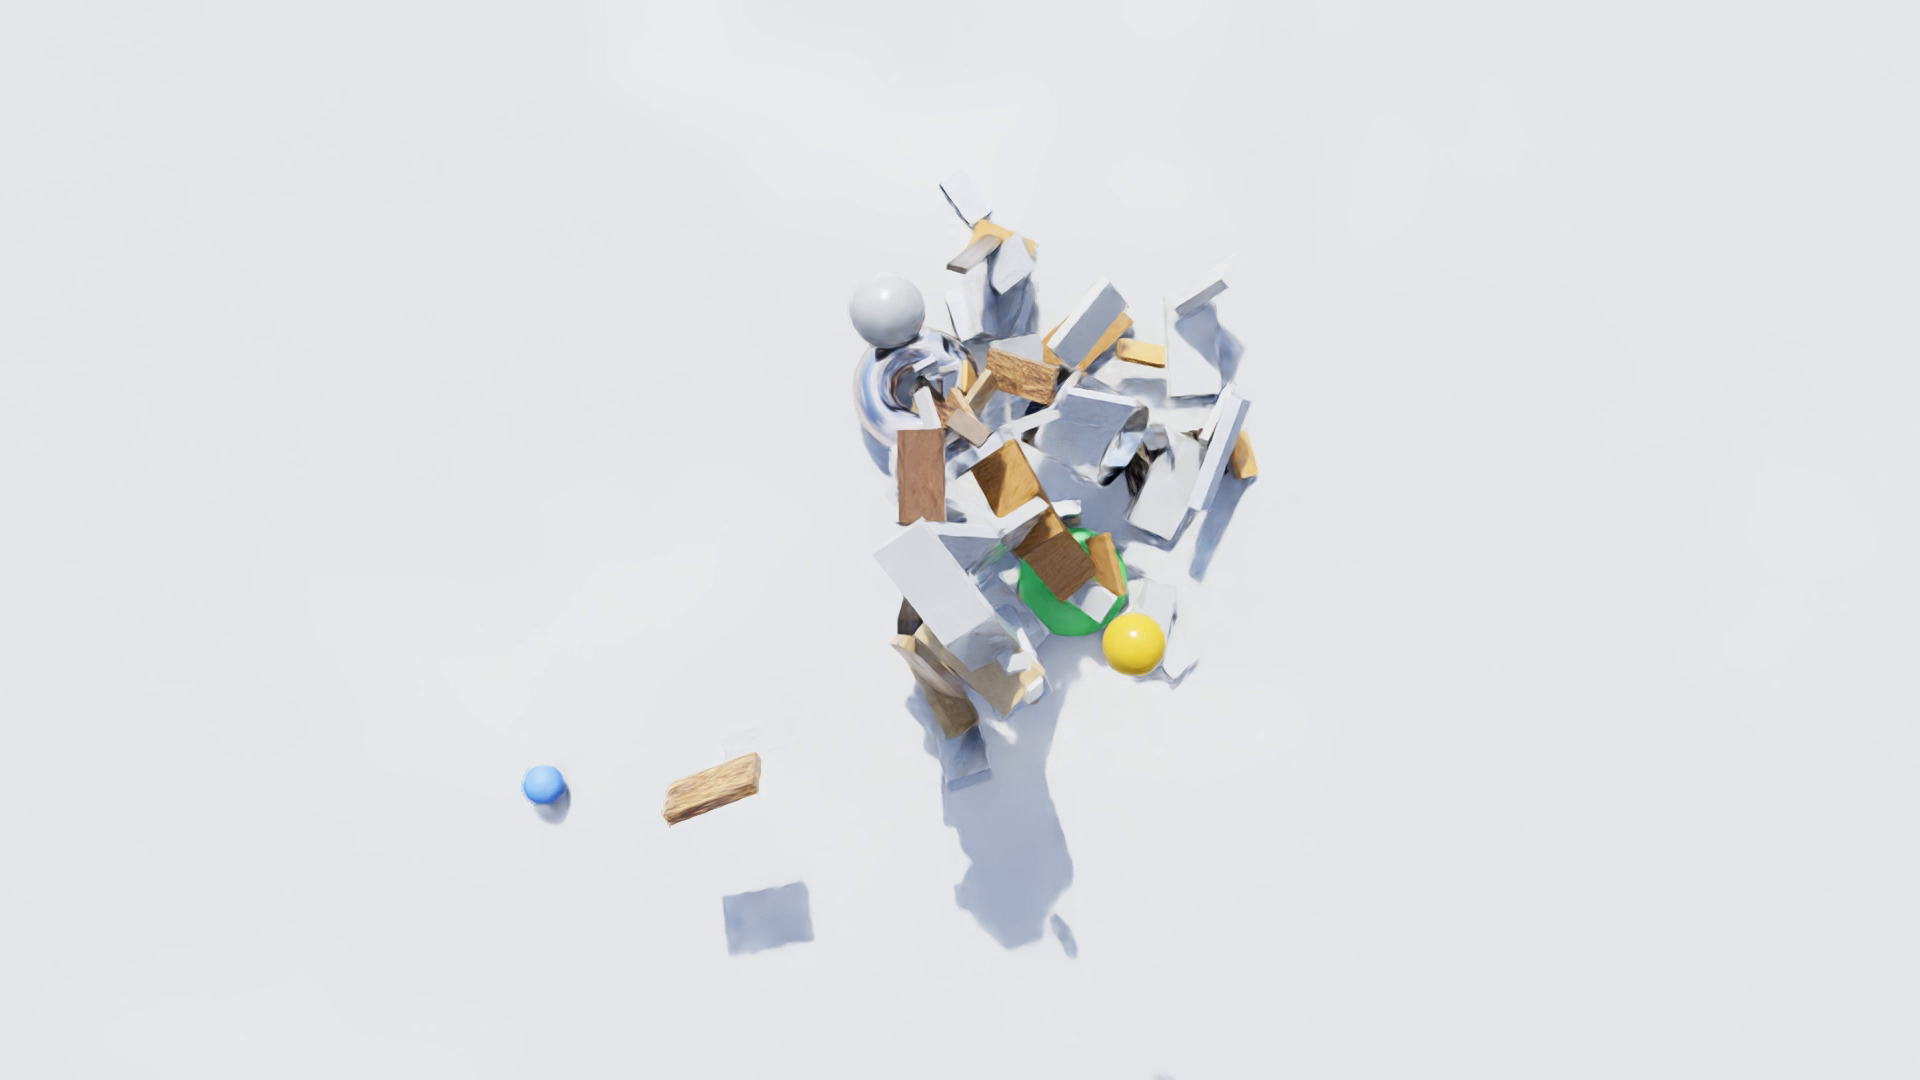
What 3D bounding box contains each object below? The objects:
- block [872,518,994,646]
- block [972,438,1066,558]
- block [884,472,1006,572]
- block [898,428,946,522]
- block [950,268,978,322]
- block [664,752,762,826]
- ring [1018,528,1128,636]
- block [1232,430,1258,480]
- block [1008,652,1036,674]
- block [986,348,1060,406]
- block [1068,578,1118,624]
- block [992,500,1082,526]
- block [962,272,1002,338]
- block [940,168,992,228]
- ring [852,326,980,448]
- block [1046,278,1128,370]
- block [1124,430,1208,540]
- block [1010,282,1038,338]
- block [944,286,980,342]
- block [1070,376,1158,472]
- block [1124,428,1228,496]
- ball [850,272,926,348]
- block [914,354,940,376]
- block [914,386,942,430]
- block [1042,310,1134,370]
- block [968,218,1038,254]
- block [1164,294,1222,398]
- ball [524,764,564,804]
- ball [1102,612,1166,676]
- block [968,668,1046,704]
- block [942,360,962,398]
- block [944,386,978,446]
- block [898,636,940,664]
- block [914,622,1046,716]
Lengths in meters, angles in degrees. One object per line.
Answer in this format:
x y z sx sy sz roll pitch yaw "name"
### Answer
-0.068 0.108 4.224 0.155 0.044 0.310 -33 105 17 "block"
0.174 -0.127 4.990 0.161 0.046 0.321 -31 79 14 "block"
-0.043 -0.081 4.595 0.327 0.046 0.163 43 112 13 "block"
-0.099 -0.166 4.287 0.120 0.034 0.240 -1 88 7 "block"
0.015 -0.815 5.488 0.088 0.025 0.176 1 90 0 "block"
-0.735 0.739 4.909 0.294 0.147 0.042 -22 120 12 "block"
0.373 0.139 5.440 0.363 0.121 0.363 0 89 -1 "ring"
0.936 -0.284 5.470 0.077 0.022 0.155 -15 90 -33 "block"
0.163 0.327 4.405 0.014 0.099 0.050 25 70 -22 "block"
0.179 -0.479 4.835 0.222 0.031 0.111 20 117 25 "block"
0.399 0.169 5.326 0.202 0.029 0.101 36 119 11 "block"
0.230 -0.071 5.415 0.329 0.165 0.047 -8 78 0 "block"
0.073 -0.771 5.428 0.104 0.030 0.209 1 73 -44 "block"
0.019 -1.137 5.487 0.088 0.025 0.175 -36 90 0 "block"
-0.141 -0.496 5.415 0.428 0.143 0.428 0 82 -2 "ring"
0.399 -0.676 5.163 0.273 0.136 0.039 -51 50 0 "block"
0.694 -0.180 5.426 0.165 0.047 0.329 25 103 -10 "block"
0.206 -0.738 5.443 0.030 0.104 0.209 17 88 -5 "block"
0.017 -0.749 5.453 0.088 0.025 0.176 -19 84 2 "block"
0.471 -0.384 5.476 0.335 0.047 0.167 -31 90 0 "block"
0.710 -0.263 5.477 0.329 0.047 0.165 -14 90 0 "block"
-0.232 -0.736 5.283 0.242 0.242 0.242 0 90 0 "ball"
-0.093 -0.477 4.540 0.063 0.125 0.018 -29 86 2 "block"
-0.087 -0.346 4.421 0.017 0.059 0.117 -13 82 -31 "block"
0.398 -0.665 5.476 0.335 0.047 0.167 -44 90 0 "block"
0.142 -0.979 5.471 0.209 0.030 0.104 24 106 0 "block"
0.772 -0.648 5.476 0.167 0.047 0.335 -3 90 0 "block"
-1.371 0.806 5.435 0.130 0.130 0.130 0 90 0 "ball"
0.386 0.231 3.652 0.142 0.142 0.142 0 90 0 "ball"
0.154 0.452 5.405 0.235 0.033 0.117 14 87 -8 "block"
-0.024 -0.469 4.799 0.058 0.117 0.017 -27 132 27 "block"
0.011 -0.346 4.631 0.022 0.078 0.156 -24 73 -26 "block"
-0.071 0.235 5.075 0.131 0.037 0.262 27 91 13 "block"
0.055 0.318 4.656 0.347 0.049 0.173 42 84 2 "block"
